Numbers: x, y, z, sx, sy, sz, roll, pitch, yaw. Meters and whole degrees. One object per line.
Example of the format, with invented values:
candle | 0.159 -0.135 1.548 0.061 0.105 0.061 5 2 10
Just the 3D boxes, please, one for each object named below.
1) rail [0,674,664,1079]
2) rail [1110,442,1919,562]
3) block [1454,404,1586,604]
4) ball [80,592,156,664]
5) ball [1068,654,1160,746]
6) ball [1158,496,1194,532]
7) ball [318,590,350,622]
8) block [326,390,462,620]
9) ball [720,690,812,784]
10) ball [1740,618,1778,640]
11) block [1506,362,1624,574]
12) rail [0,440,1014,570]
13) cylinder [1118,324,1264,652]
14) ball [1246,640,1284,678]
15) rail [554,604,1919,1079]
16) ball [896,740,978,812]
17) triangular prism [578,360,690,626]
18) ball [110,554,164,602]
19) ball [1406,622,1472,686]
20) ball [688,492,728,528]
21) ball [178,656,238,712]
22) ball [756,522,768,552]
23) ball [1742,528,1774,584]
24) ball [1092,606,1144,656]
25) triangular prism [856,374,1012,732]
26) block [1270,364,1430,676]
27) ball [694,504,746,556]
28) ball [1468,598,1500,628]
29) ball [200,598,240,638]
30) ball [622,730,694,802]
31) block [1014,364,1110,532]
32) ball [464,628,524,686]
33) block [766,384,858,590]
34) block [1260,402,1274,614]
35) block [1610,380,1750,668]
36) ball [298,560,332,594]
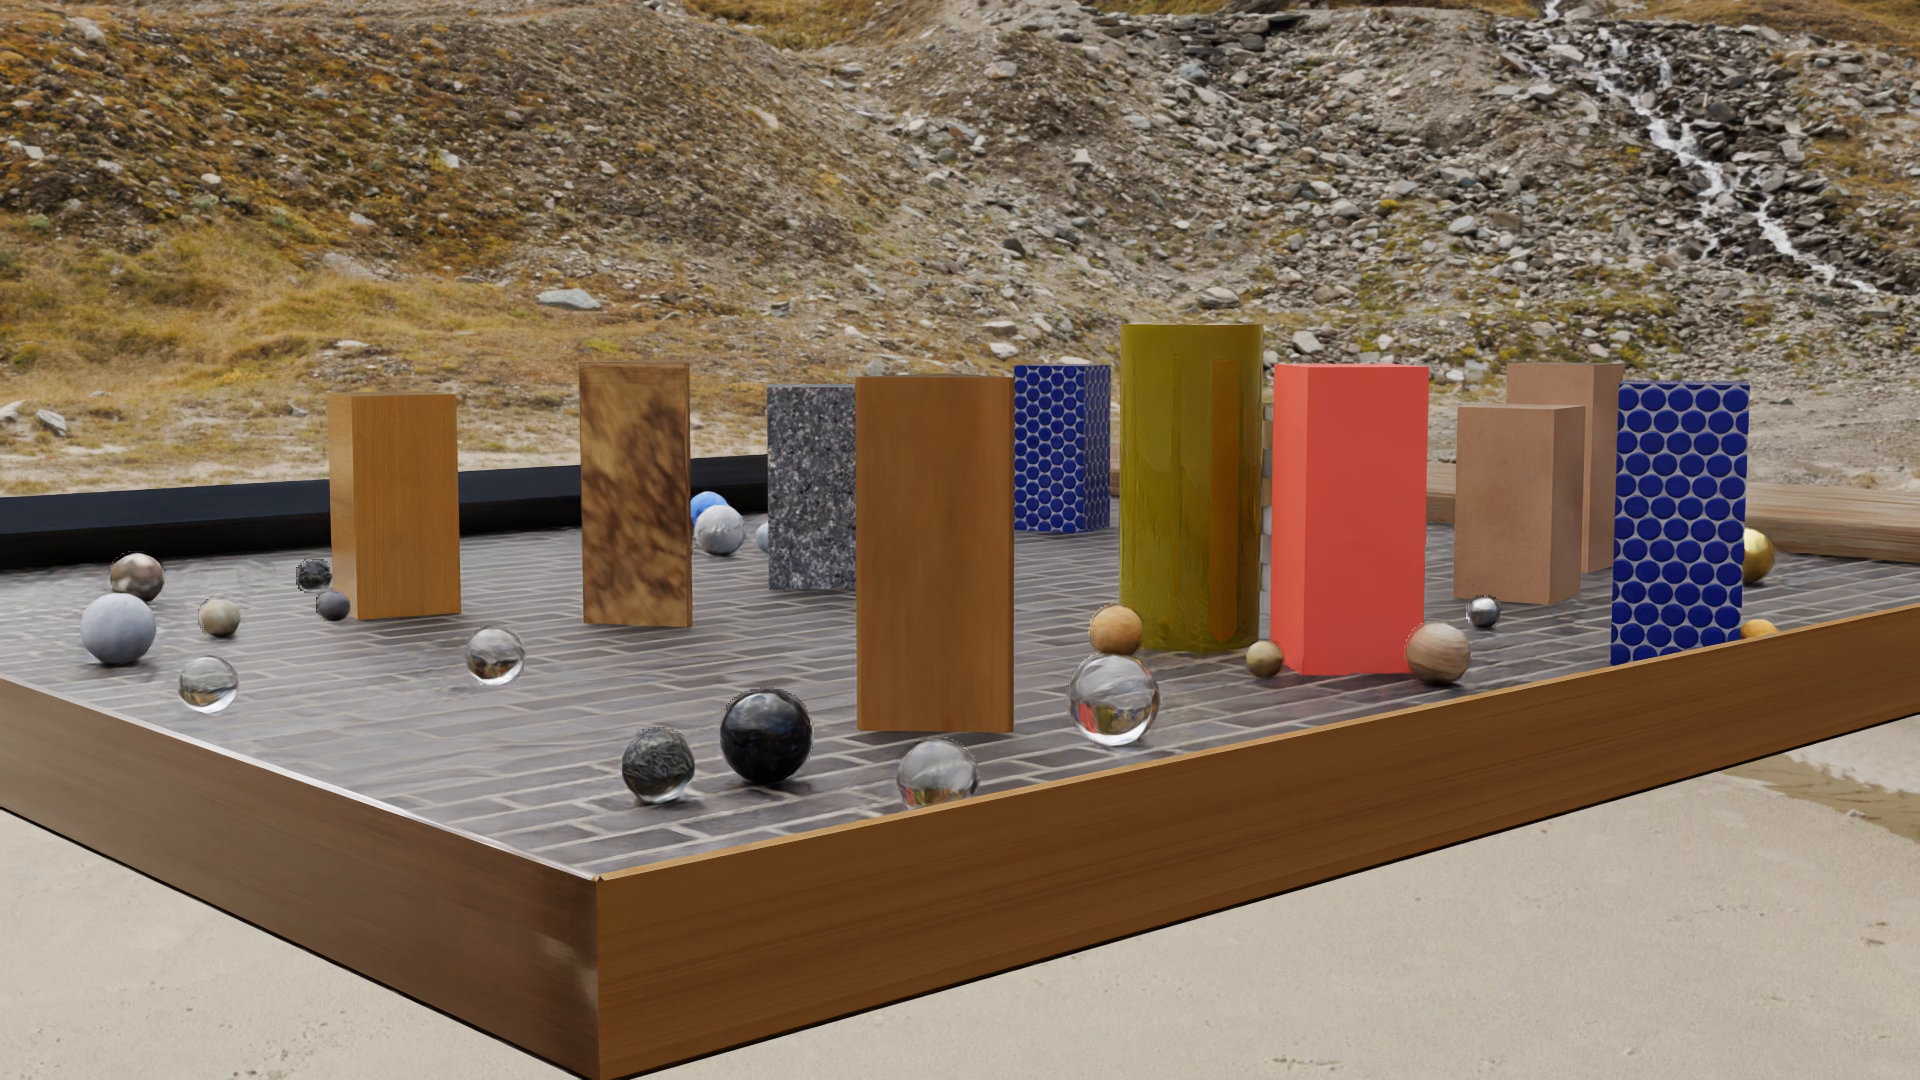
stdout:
rail | -1.137 0.142 2.289 0.045 0.122 2.796 -6 8 -42
rail | 1.137 -0.079 4.375 0.045 0.122 2.796 -6 8 -42
block | 0.862 -0.059 3.389 0.150 0.293 0.150 4 7 33
ball | -1.054 0.110 2.752 0.090 0.090 0.090 0 6 0
ball | 0.157 0.162 2.240 0.094 0.094 0.094 0 6 0
ball | 0.428 -0.051 4.365 0.072 0.072 0.072 0 6 0
ball | -0.890 0.094 3.127 0.044 0.044 0.044 0 6 0
block | -0.831 -0.055 3.228 0.150 0.319 0.150 -3 7 -29
ball | -0.182 0.184 2.064 0.087 0.087 0.087 0 6 0
ball | 1.014 0.125 2.793 0.051 0.051 0.051 0 6 0
block | 1.036 -0.129 3.781 0.150 0.348 0.150 4 7 35
rail | -0.932 -0.075 4.337 3.141 0.122 0.045 -6 8 -42
cylinder | 0.306 -0.075 2.926 0.188 0.422 0.188 0 6 0
ball | 0.367 0.144 2.650 0.045 0.045 0.045 0 6 0
rail | 0.932 0.138 2.328 3.141 0.122 0.045 -6 8 -42
ball | -0.020 0.209 1.913 0.071 0.071 0.071 0 6 0
triangular prism | -0.438 -0.071 3.143 0.163 0.368 0.141 2 6 14
ball | -1.237 0.058 3.306 0.077 0.077 0.077 0 6 0
ball | 0.565 0.135 2.596 0.075 0.075 0.075 0 6 0
ball | -0.494 -0.053 4.317 0.085 0.085 0.085 0 6 0
ball | -0.828 0.159 2.421 0.063 0.063 0.063 0 6 0
ball | -0.342 -0.005 3.992 0.058 0.058 0.058 0 6 0
ball | 1.267 0.026 3.549 0.090 0.090 0.090 0 6 0
ball | 0.200 0.117 2.797 0.066 0.066 0.066 0 6 0
triangular prism | -0.021 0.009 2.370 0.163 0.372 0.141 0 6 4
block | 0.481 -0.030 2.733 0.150 0.373 0.150 -1 6 -7
ball | -0.429 -0.017 3.938 0.093 0.093 0.093 0 6 0
ball | 0.729 0.101 3.060 0.043 0.043 0.043 0 6 0
ball | -1.001 0.106 2.977 0.052 0.052 0.052 0 6 0
ball | -0.272 0.204 1.982 0.066 0.066 0.066 0 6 0
block | 0.206 -0.188 4.435 0.150 0.329 0.150 3 7 24
ball | -0.550 0.137 2.597 0.069 0.069 0.069 0 6 0
block | -0.234 -0.089 3.545 0.150 0.319 0.150 -1 6 -5
block | 0.487 -0.050 3.269 0.150 0.300 0.150 -4 7 -31
block | 0.897 -0.020 2.744 0.150 0.352 0.150 2 6 18
ball | -1.008 0.058 3.433 0.051 0.051 0.051 0 6 0
